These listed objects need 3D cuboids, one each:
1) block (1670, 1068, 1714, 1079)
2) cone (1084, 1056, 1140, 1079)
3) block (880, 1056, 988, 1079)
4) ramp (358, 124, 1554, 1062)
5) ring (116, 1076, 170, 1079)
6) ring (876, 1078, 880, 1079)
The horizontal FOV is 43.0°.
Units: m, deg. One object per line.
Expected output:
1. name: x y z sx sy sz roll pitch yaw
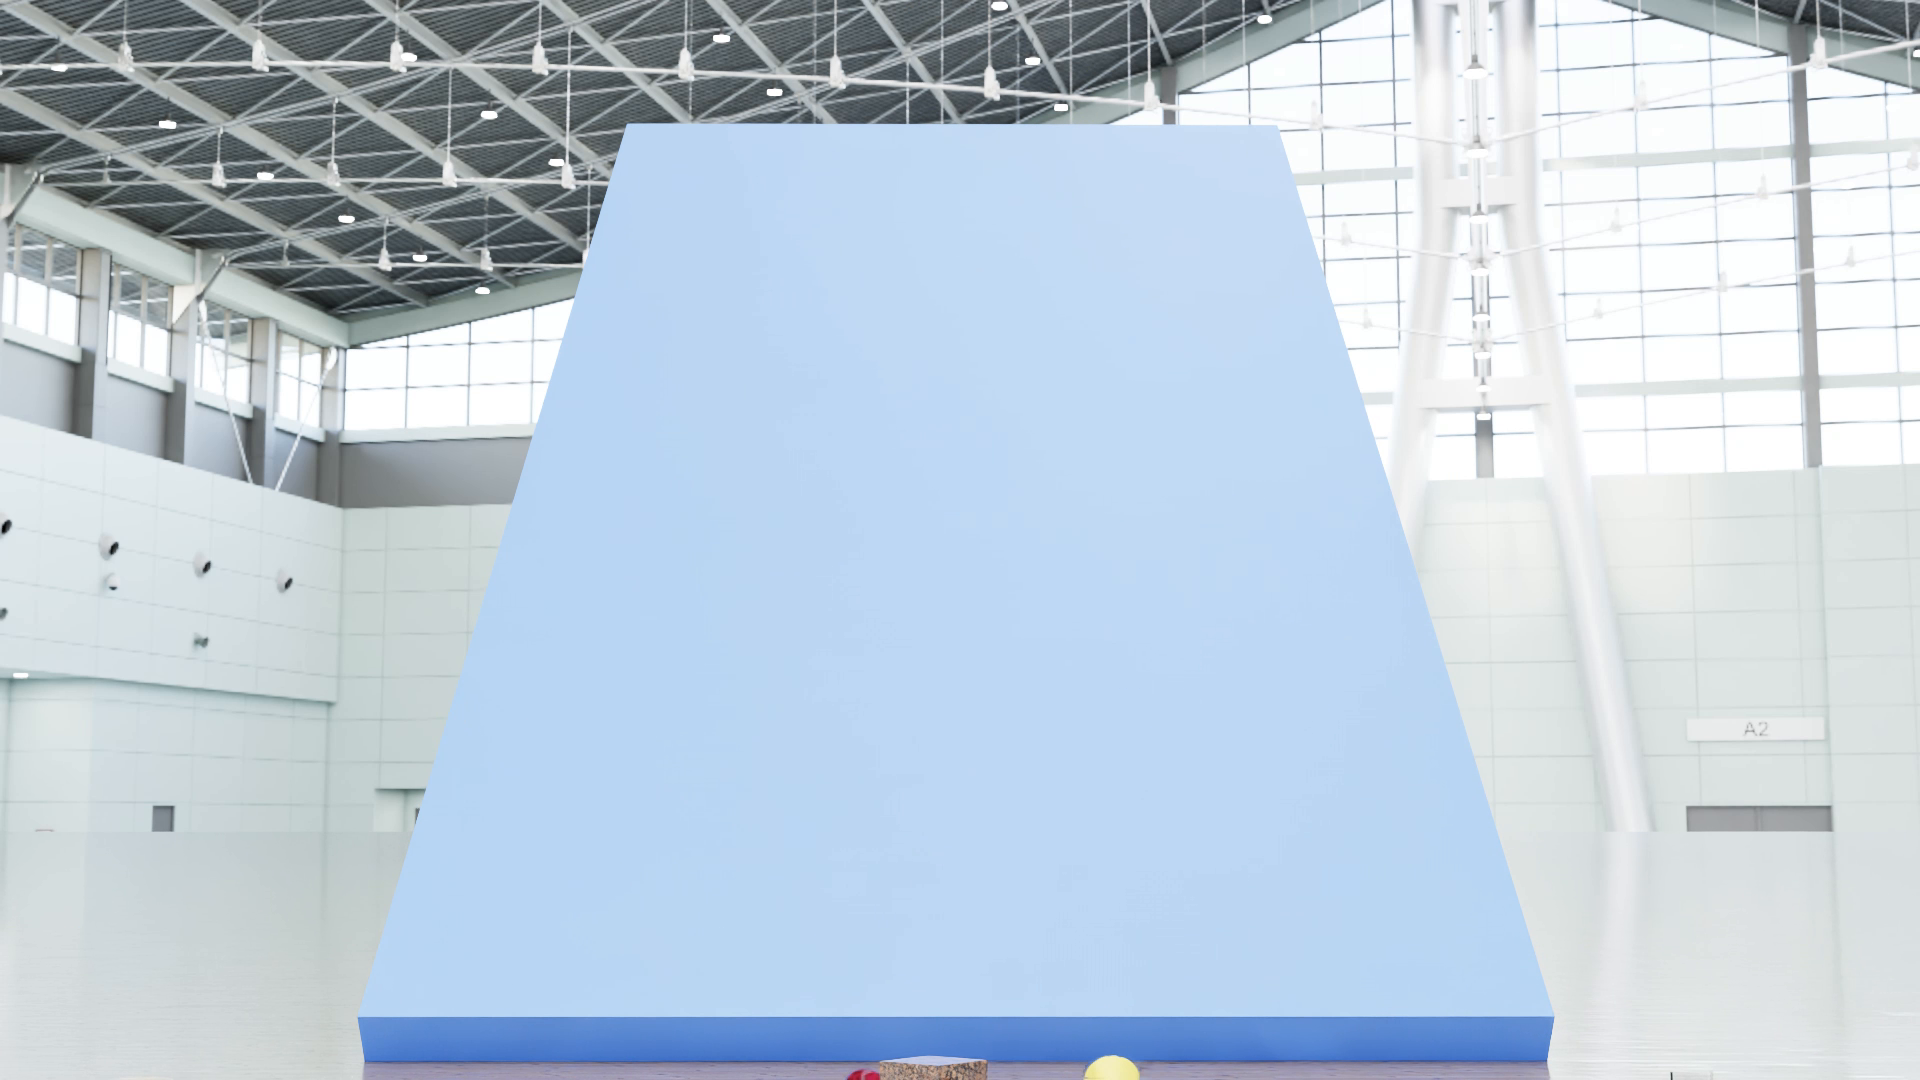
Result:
1. block: 1.029 0.773 3.420 0.053 0.053 0.053 -3 -7 21
2. cone: 0.217 0.783 3.429 0.080 0.080 0.080 0 20 -2
3. block: -0.034 0.714 3.108 0.098 0.098 0.098 -5 -9 39
4. ramp: -0.014 -0.198 5.801 2.000 0.100 4.000 0 31 0
5. ring: -1.159 0.780 3.425 0.122 0.041 0.122 -1 -6 0
6. ring: -0.067 0.790 3.509 0.121 0.040 0.121 -1 -6 0
